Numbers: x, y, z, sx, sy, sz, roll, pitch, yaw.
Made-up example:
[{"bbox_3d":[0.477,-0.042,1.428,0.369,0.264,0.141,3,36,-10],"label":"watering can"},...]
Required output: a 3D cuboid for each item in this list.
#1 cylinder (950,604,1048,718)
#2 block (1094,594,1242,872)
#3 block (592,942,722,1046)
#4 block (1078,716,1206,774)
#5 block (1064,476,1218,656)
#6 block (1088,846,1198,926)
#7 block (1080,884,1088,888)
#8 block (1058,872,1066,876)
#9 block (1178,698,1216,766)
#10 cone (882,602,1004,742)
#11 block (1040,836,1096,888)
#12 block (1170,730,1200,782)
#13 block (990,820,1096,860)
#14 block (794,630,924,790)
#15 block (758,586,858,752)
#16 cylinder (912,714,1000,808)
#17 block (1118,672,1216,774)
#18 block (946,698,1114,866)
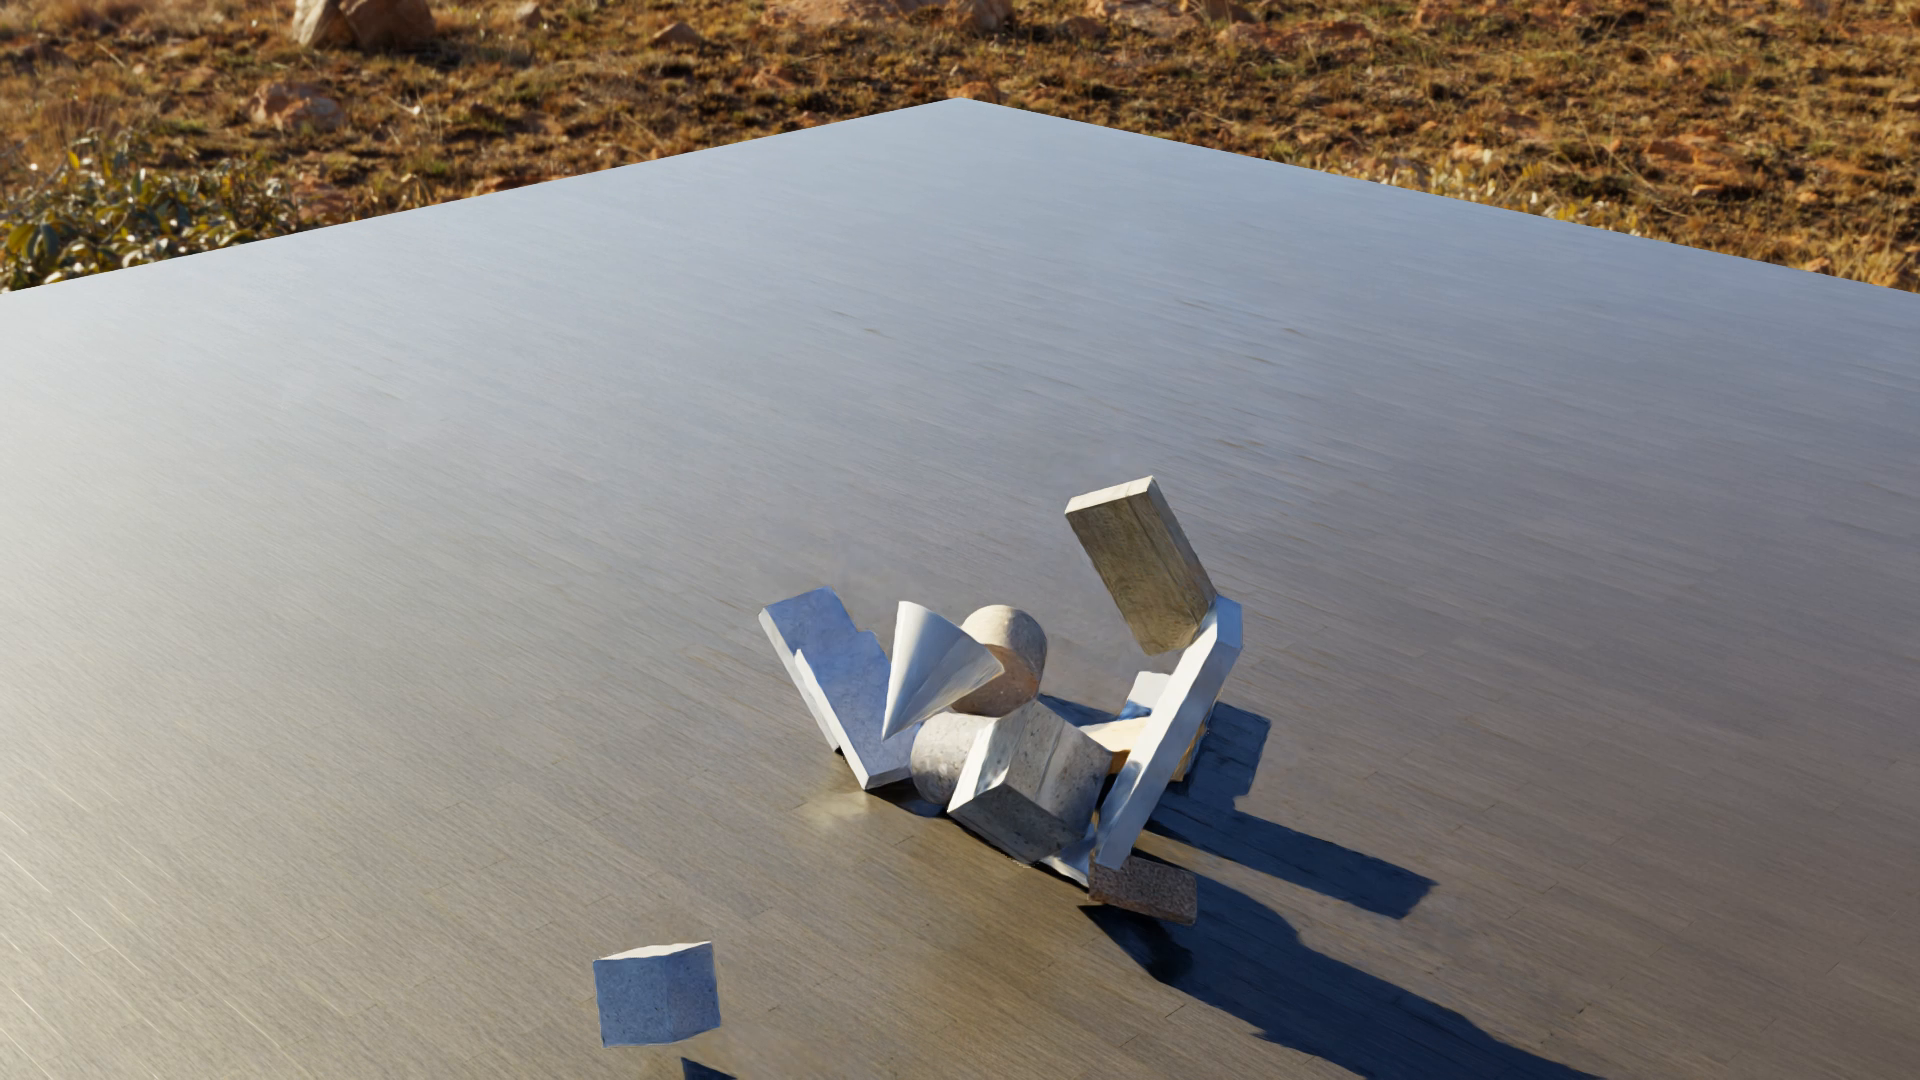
[{"bbox_3d":[0.081,0.277,4.847,0.203,0.203,0.203,3,23,8],"label":"cylinder"},{"bbox_3d":[0.370,0.346,3.922,0.048,0.507,0.169,23,26,-5],"label":"block"},{"bbox_3d":[-0.502,0.753,3.648,0.141,0.141,0.141,-10,-5,27],"label":"block"},{"bbox_3d":[0.318,0.425,4.512,0.337,0.048,0.169,-12,14,37],"label":"block"},{"bbox_3d":[0.342,0.051,3.977,0.169,0.338,0.048,-15,29,31],"label":"block"},{"bbox_3d":[0.334,0.632,4.015,0.202,0.029,0.101,17,43,-14],"label":"block"},{"bbox_3d":[0.290,0.659,4.189,0.109,0.015,0.054,19,30,35],"label":"block"},{"bbox_3d":[0.244,0.629,4.213,0.054,0.015,0.109,-26,19,-37],"label":"block"},{"bbox_3d":[0.414,0.327,3.930,0.020,0.140,0.070,23,17,-5],"label":"block"},{"bbox_3d":[-0.082,0.285,4.177,0.242,0.242,0.242,21,71,41],"label":"cone"},{"bbox_3d":[0.235,0.605,4.217,0.101,0.029,0.203,-24,18,-22],"label":"block"},{"bbox_3d":[0.409,0.373,4.020,0.020,0.140,0.070,21,-9,-7],"label":"block"},{"bbox_3d":[0.158,0.572,4.293,0.101,0.029,0.203,-29,21,-37],"label":"block"},{"bbox_3d":[-0.196,0.356,4.655,0.175,0.050,0.351,-13,54,-28],"label":"block"},{"bbox_3d":[-0.277,0.276,4.783,0.176,0.050,0.351,-18,66,-34],"label":"block"},{"bbox_3d":[0.035,0.448,4.411,0.190,0.190,0.190,0,17,46],"label":"cylinder"},{"bbox_3d":[0.442,0.393,4.771,0.176,0.050,0.351,6,24,14],"label":"block"},{"bbox_3d":[0.133,0.459,4.151,0.194,0.194,0.194,35,51,-16],"label":"block"}]
